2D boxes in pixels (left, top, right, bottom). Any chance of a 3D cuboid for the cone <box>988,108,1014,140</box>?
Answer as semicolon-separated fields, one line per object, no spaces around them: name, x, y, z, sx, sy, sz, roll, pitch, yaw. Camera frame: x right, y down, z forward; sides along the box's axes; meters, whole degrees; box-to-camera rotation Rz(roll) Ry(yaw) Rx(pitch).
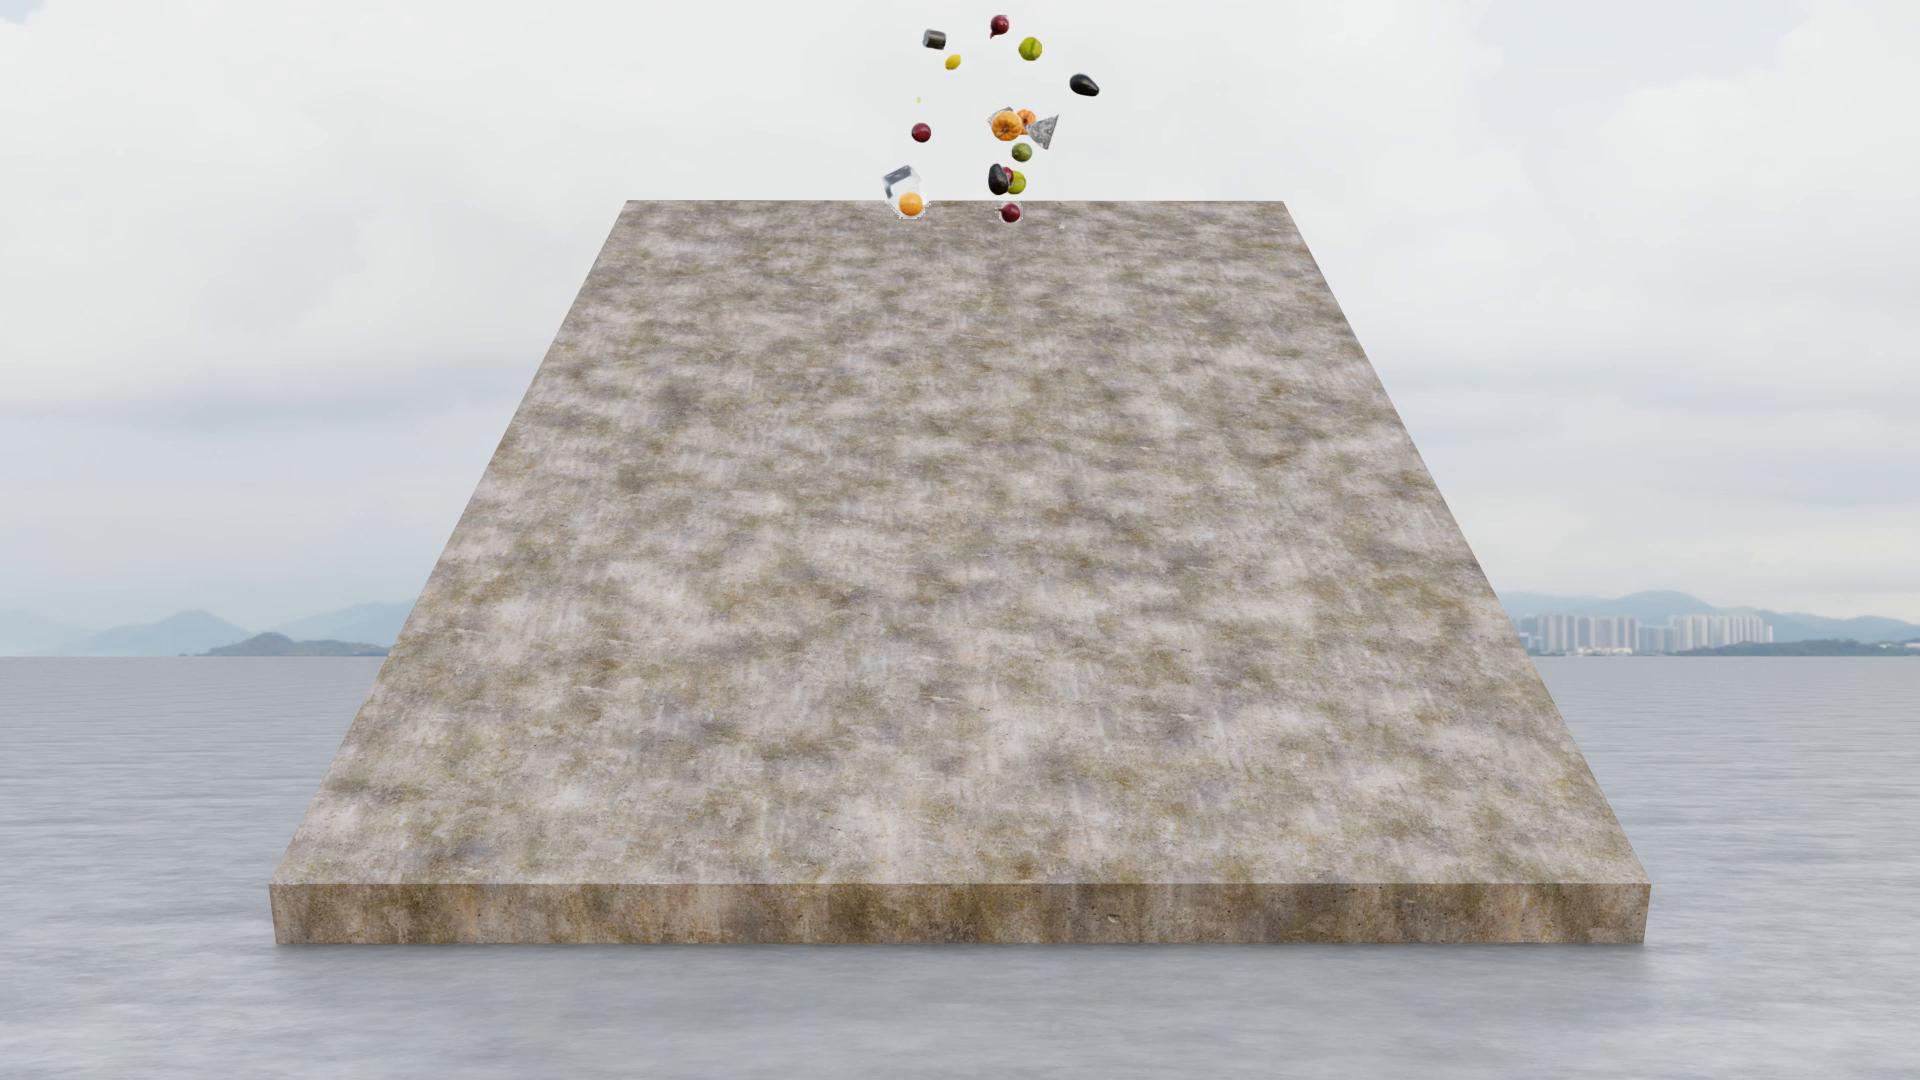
cone;0.136;-1.225;6.847;0.085;0.085;0.085;-21;30;13

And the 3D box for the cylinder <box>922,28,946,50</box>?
cylinder;-0.072;-1.411;6.495;0.052;0.052;0.052;4;-4;-22

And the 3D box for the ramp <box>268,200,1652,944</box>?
ramp;-0.007;-0.223;5.198;2.000;0.100;4.000;0;23;0

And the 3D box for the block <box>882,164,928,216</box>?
block;-0.159;-1.022;6.728;0.089;0.089;0.089;-24;-36;17

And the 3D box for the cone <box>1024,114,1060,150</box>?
cone;0.254;-1.197;6.663;0.097;0.097;0.097;-43;-23;23
